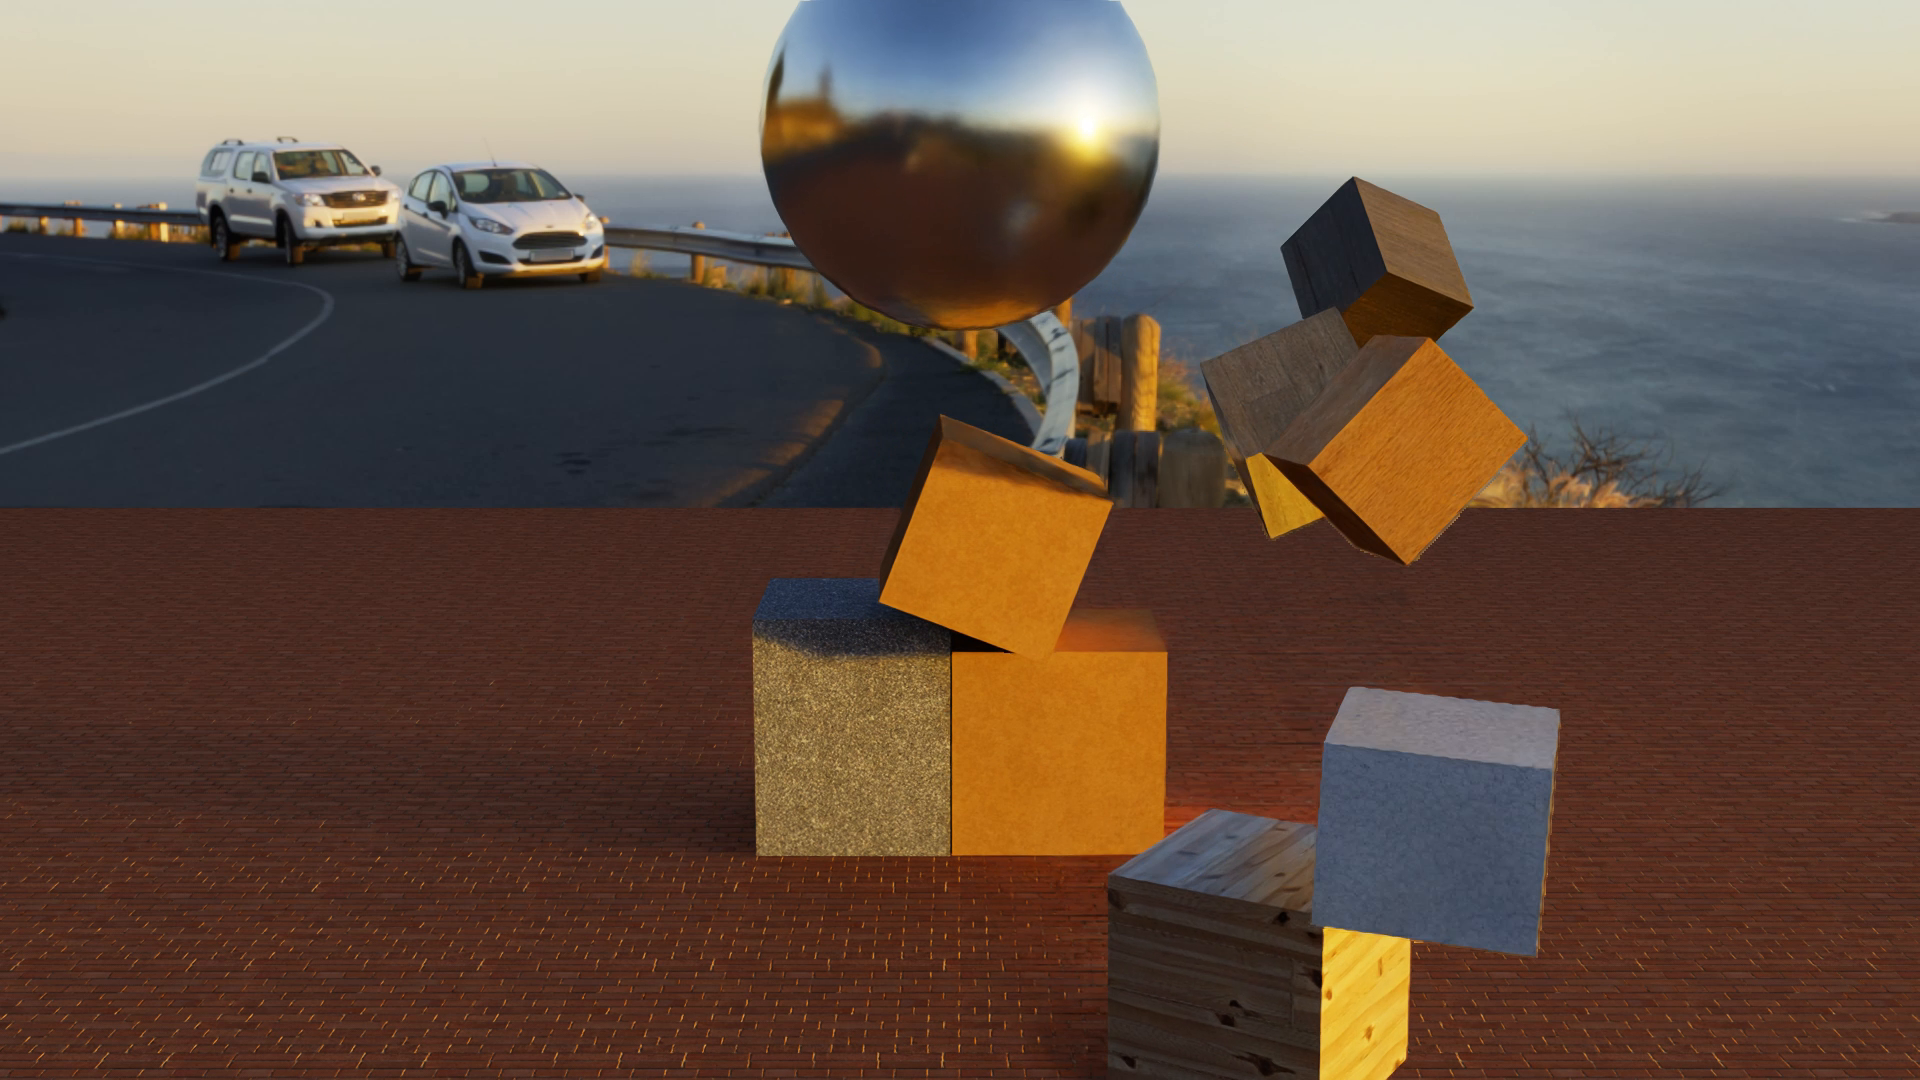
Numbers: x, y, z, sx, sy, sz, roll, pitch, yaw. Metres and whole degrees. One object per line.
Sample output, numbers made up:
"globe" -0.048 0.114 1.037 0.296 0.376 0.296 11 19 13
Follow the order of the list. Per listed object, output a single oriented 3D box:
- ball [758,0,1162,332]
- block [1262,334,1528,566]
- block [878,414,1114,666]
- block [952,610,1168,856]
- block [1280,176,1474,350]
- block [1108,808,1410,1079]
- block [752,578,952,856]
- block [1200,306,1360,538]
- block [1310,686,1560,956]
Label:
"ball" 0.000 -1.631 8.740 1.600 1.600 1.600 0 10 0
"block" 1.658 -0.362 8.465 0.539 0.652 0.677 44 0 -9
"block" 0.158 -0.022 10.811 0.860 0.844 0.877 21 9 -5
"block" 0.488 0.968 11.340 1.053 1.037 1.001 0 10 0
"block" 1.990 -1.262 10.535 0.575 0.618 0.534 15 -43 -32
"block" 1.130 1.607 8.244 0.839 0.871 0.880 6 13 31
"block" -0.527 0.887 11.318 0.964 1.205 1.015 0 10 0
"block" 1.605 -0.544 10.300 0.683 0.689 0.599 -23 54 4
"block" 1.586 0.911 7.293 0.710 0.620 0.680 6 13 16
